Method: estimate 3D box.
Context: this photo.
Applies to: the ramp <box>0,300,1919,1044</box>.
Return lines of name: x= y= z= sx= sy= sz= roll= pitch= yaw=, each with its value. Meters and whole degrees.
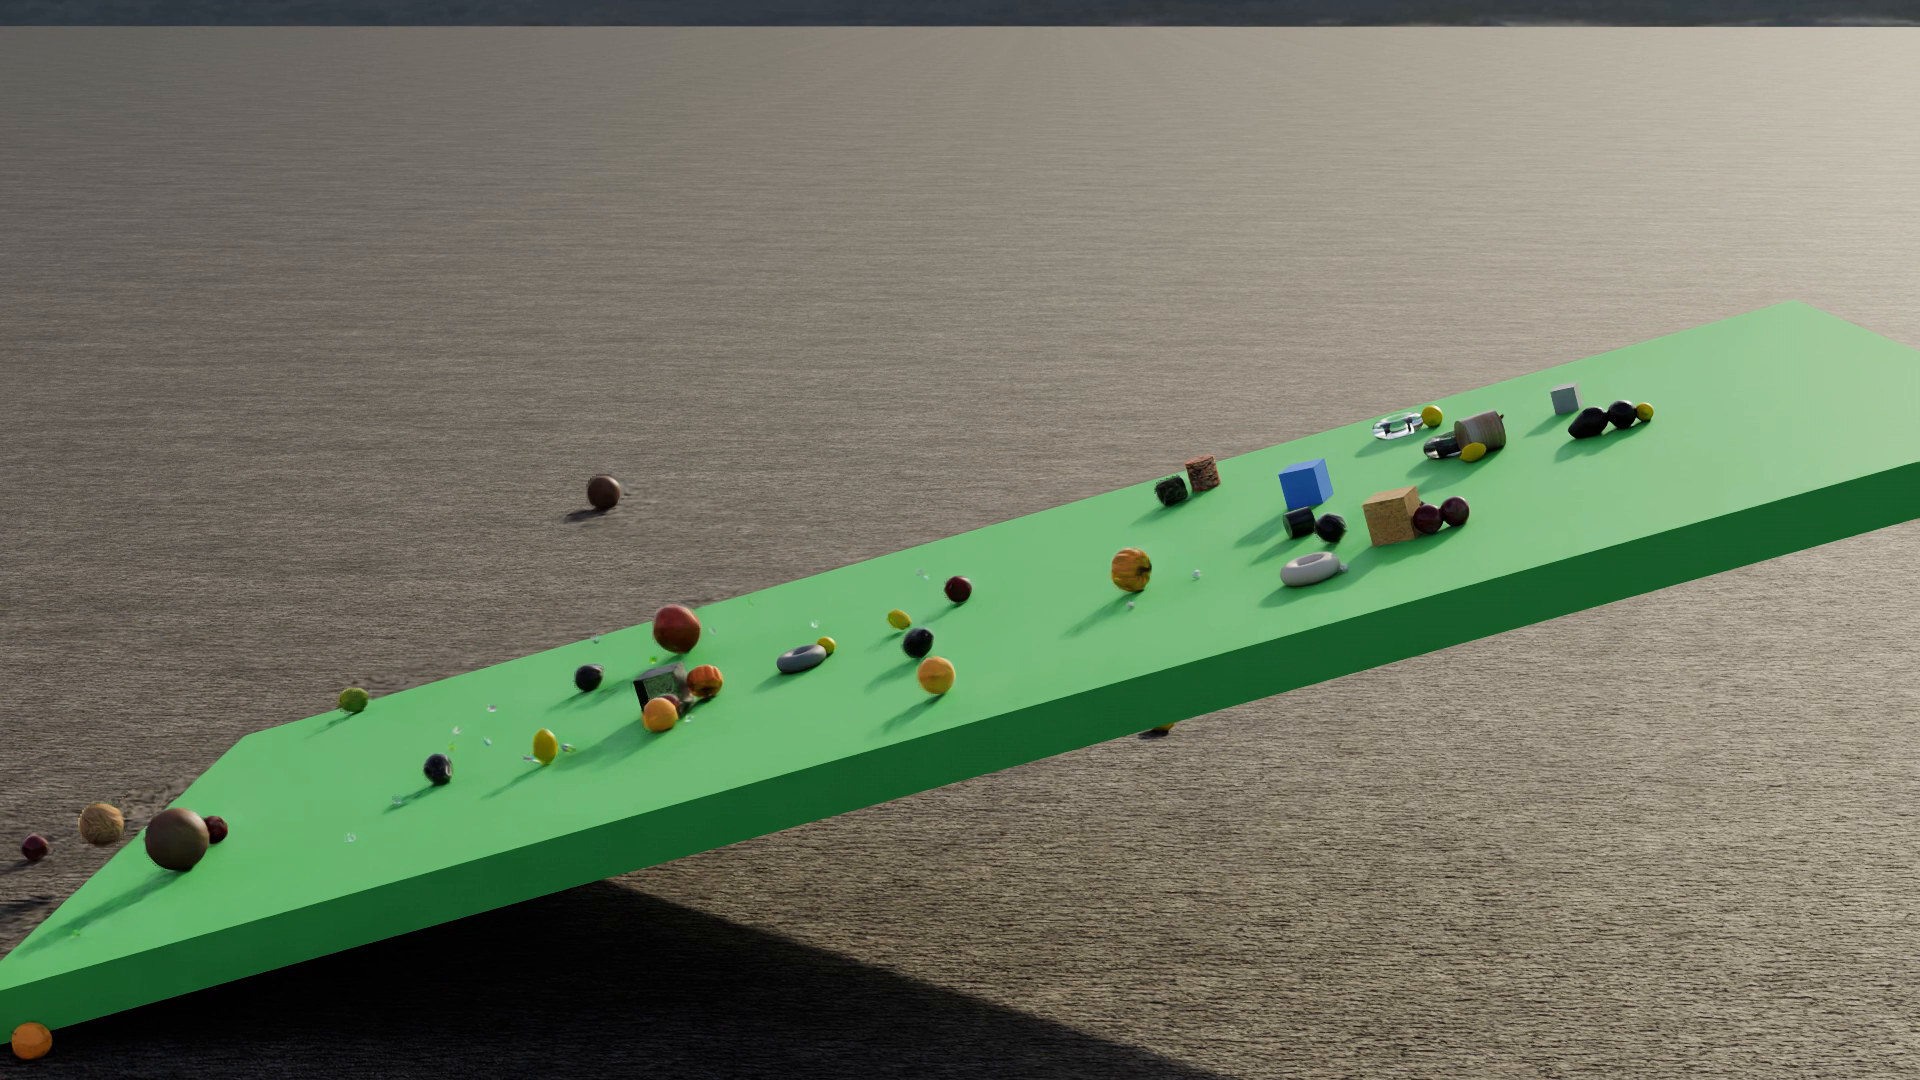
ramp: x=0.089 y=0.187 z=6.321 sx=4.000 sy=0.100 sz=2.000 roll=-16 pitch=10 yaw=5

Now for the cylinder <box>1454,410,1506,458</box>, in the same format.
cylinder: x=1.130 y=-0.231 z=6.394 sx=0.084 sy=0.084 sz=0.084 roll=-18 pitch=13 yaw=-8

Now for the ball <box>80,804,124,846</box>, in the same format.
ball: x=-1.920 y=0.637 z=6.579 sx=0.094 sy=0.094 sz=0.094 roll=0 pitch=11 yaw=0

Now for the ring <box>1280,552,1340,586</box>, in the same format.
ring: x=0.675 y=0.056 z=5.671 sx=0.118 sy=0.039 sz=0.118 roll=-17 pitch=11 yaw=3

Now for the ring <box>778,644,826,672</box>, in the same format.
ring: x=-0.338 y=0.253 z=6.263 sx=0.109 sy=0.036 sz=0.109 roll=-15 pitch=11 yaw=3

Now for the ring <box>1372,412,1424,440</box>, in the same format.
ring: x=1.027 y=-0.268 z=6.896 sx=0.124 sy=0.041 sz=0.124 roll=-15 pitch=8 yaw=2

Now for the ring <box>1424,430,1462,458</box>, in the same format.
ring: x=1.084 y=-0.212 z=6.490 sx=0.126 sy=0.042 sz=0.126 roll=-16 pitch=8 yaw=2

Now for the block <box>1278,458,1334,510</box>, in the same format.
block: x=0.754 y=-0.122 z=6.411 sx=0.082 sy=0.082 sz=0.082 roll=-12 pitch=11 yaw=26

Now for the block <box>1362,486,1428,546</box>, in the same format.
block: x=0.858 y=-0.047 z=5.806 sx=0.087 sy=0.087 sz=0.087 roll=-11 pitch=11 yaw=28

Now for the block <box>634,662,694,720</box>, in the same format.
block: x=-0.626 y=0.319 z=6.218 sx=0.087 sy=0.087 sz=0.087 roll=-14 pitch=10 yaw=15

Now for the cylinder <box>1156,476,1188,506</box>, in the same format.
cylinder: x=0.496 y=-0.114 z=6.882 sx=0.054 sy=0.054 sz=0.054 roll=-19 pitch=16 yaw=-15

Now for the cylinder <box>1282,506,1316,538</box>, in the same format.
cylinder: x=0.704 y=-0.037 z=6.103 sx=0.053 sy=0.053 sz=0.053 roll=-18 pitch=14 yaw=-8

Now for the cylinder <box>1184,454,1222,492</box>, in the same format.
cylinder: x=0.574 y=-0.158 z=6.946 sx=0.070 sy=0.070 sz=0.070 roll=-16 pitch=10 yaw=3

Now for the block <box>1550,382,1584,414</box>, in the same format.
block: x=1.359 y=-0.318 z=6.587 sx=0.054 sy=0.054 sz=0.054 roll=-12 pitch=11 yaw=24
